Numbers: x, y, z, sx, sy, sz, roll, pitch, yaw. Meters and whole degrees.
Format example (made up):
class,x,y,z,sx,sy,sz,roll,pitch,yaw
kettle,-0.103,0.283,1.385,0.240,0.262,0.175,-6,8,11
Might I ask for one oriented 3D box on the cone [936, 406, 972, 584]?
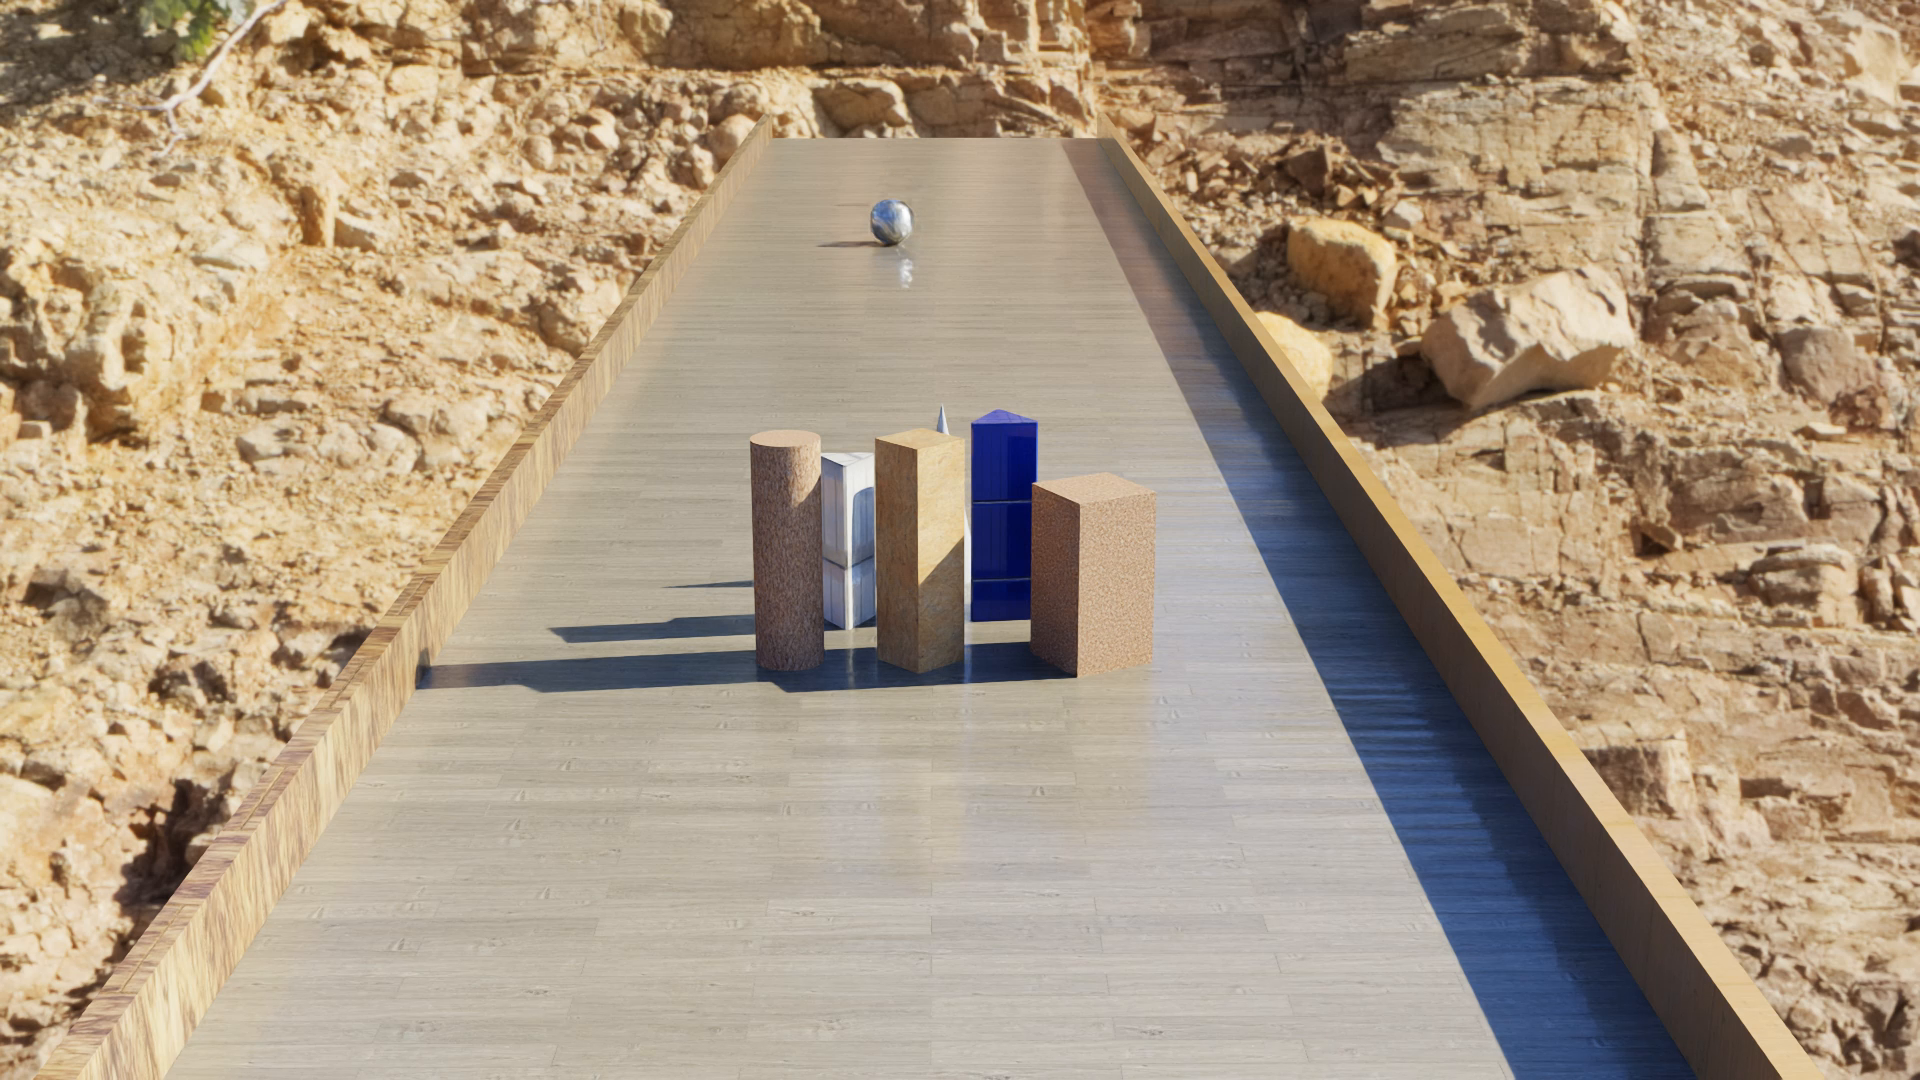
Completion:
class,x,y,z,sx,sy,sz,roll,pitch,yaw
cone,-0.040,-0.112,4.903,0.165,0.399,0.165,0,17,0

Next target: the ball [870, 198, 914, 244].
class,x,y,z,sx,sy,sz,roll,pitch,yaw
ball,-0.295,-1.380,9.522,0.196,0.196,0.196,0,17,0

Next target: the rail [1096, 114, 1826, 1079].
class,x,y,z,sx,sy,sz,roll,pitch,yaw
rail,0.932,-0.844,7.801,0.050,0.150,12.000,0,17,-1

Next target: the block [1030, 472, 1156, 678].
class,x,y,z,sx,sy,sz,roll,pitch,yaw
block,0.264,0.067,4.381,0.177,0.354,0.177,-9,19,-28

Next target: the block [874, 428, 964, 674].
class,x,y,z,sx,sy,sz,roll,pitch,yaw
block,-0.079,0.021,4.356,0.124,0.456,0.124,-15,22,-41

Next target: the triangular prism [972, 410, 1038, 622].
class,x,y,z,sx,sy,sz,roll,pitch,yaw
triangular prism,0.086,-0.053,4.652,0.137,0.430,0.119,-2,17,-5

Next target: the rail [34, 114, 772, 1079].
class,x,y,z,sx,sy,sz,roll,pitch,yaw
rail,-1.118,-0.838,7.780,0.050,0.150,12.000,0,17,-1

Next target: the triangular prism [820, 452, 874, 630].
class,x,y,z,sx,sy,sz,roll,pitch,yaw
triangular prism,-0.224,-0.004,4.615,0.100,0.356,0.116,-10,19,-31

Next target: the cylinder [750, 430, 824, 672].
class,x,y,z,sx,sy,sz,roll,pitch,yaw
cylinder,-0.341,0.021,4.354,0.137,0.458,0.137,0,17,0
